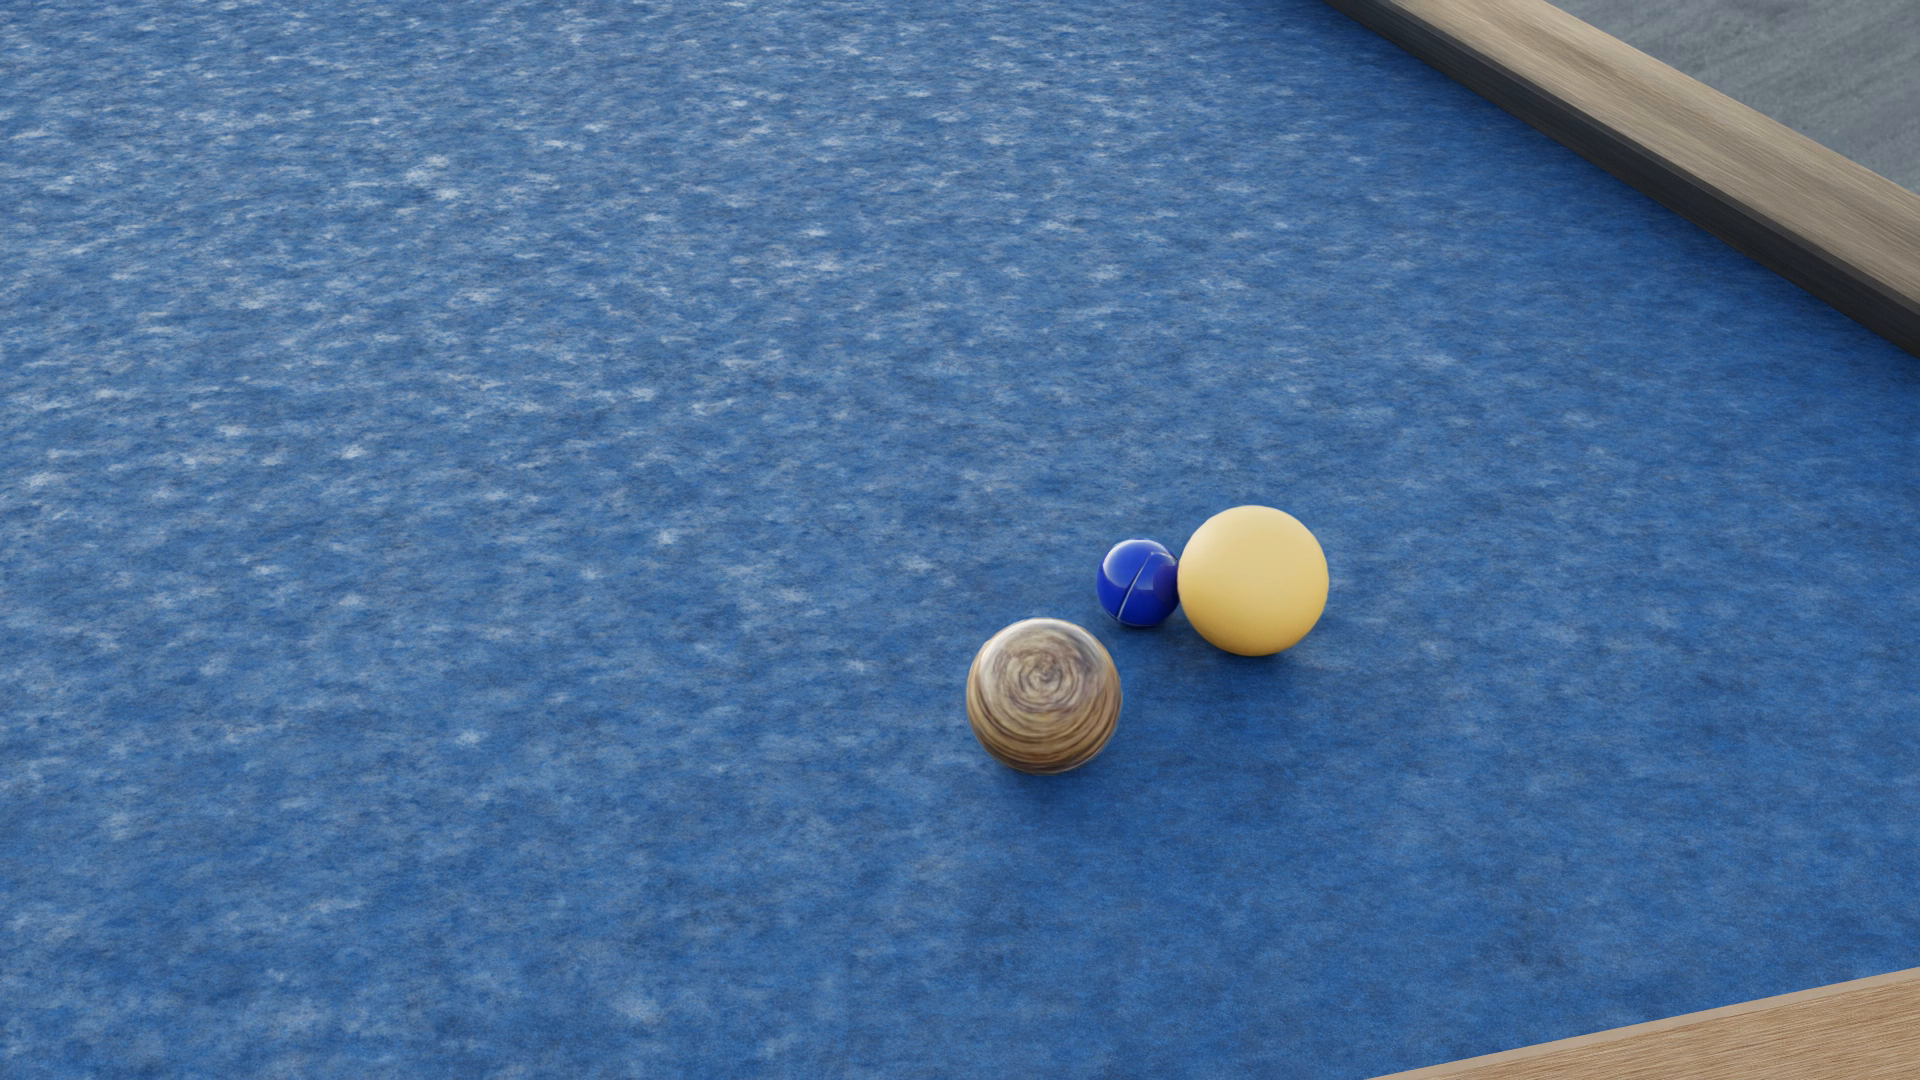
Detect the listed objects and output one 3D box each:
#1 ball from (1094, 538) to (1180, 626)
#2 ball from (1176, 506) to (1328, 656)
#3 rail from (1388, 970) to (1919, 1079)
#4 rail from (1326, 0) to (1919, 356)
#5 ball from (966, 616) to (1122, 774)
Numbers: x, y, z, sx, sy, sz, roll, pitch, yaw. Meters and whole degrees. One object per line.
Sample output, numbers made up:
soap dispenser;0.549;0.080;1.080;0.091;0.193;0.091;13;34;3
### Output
ball;0.121;0.028;1.980;0.060;0.060;0.060;0;25;0
ball;0.193;0.027;1.937;0.099;0.099;0.099;0;25;0
rail;0.227;0.282;1.363;1.788;0.129;0.045;-8;27;-16
rail;0.593;-0.438;2.879;0.045;0.129;3.008;-8;27;-16
ball;0.051;0.095;1.798;0.096;0.096;0.096;0;25;0
